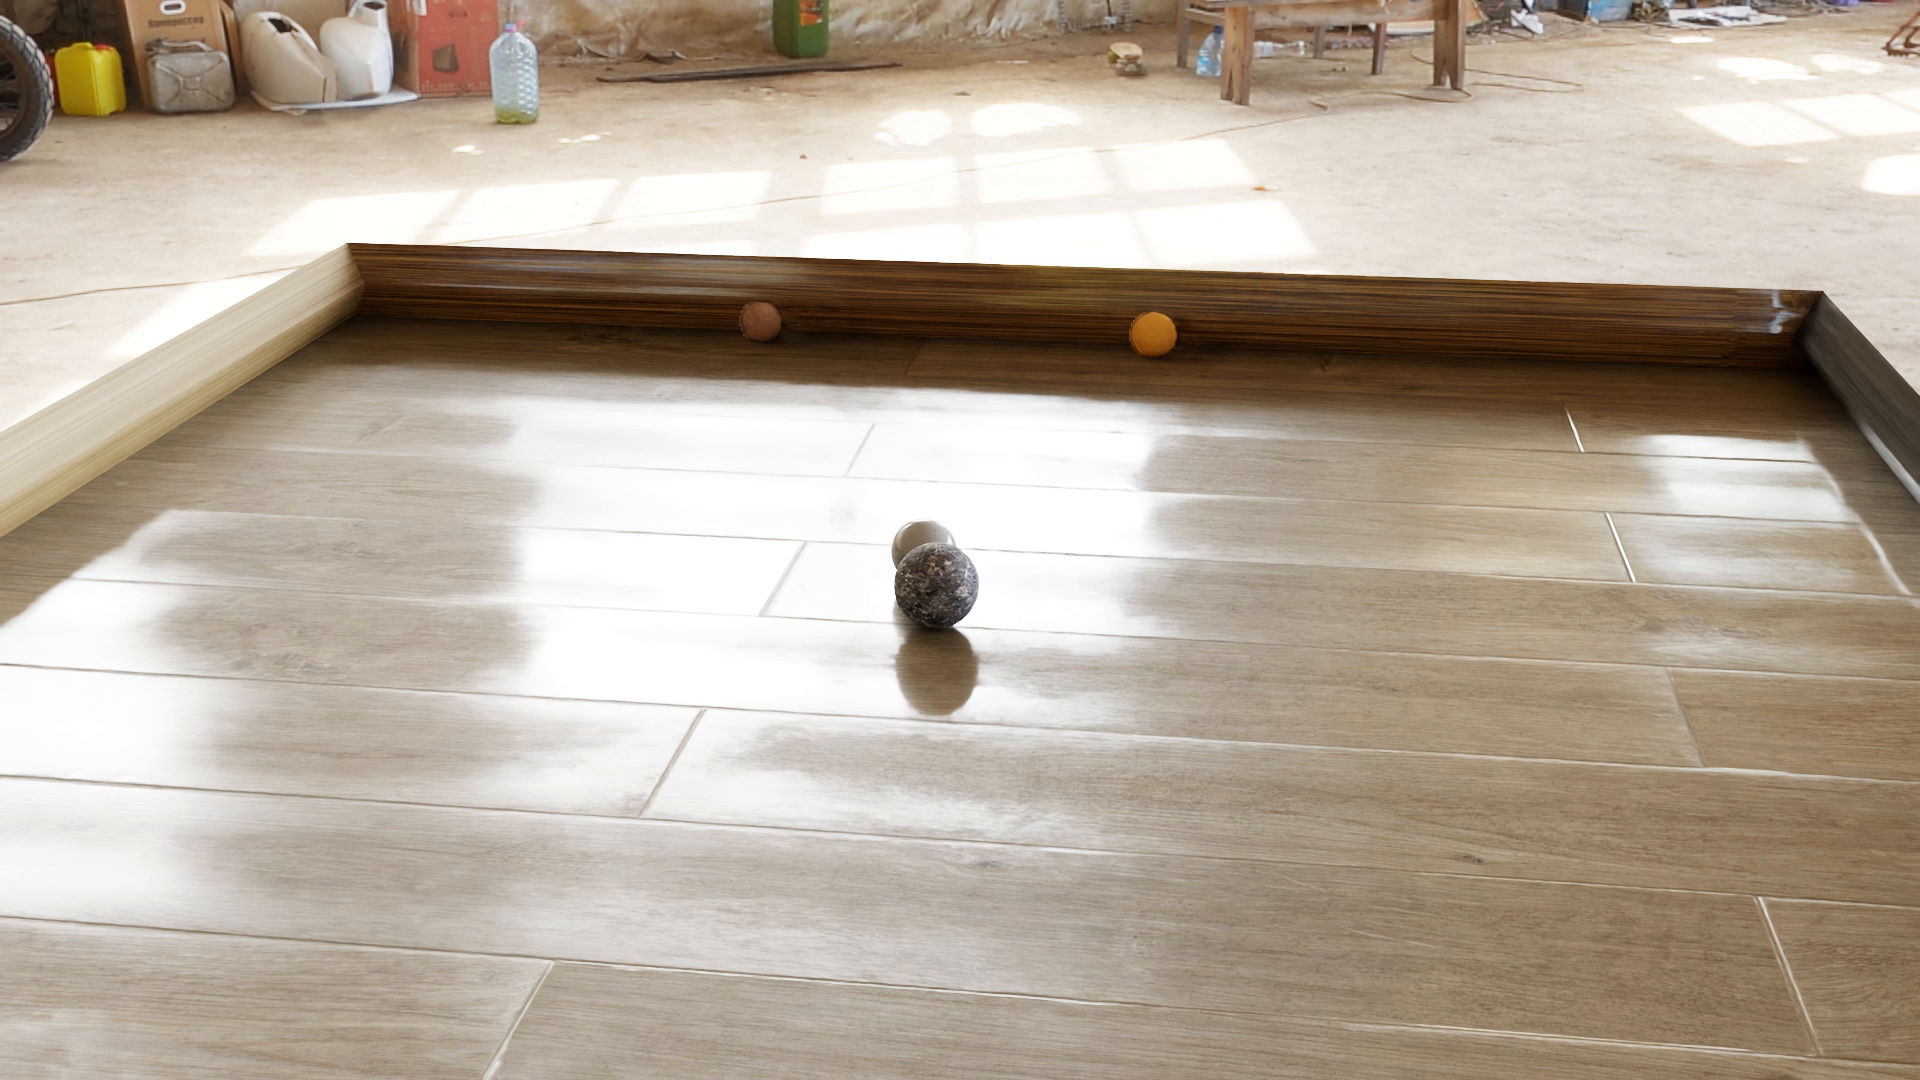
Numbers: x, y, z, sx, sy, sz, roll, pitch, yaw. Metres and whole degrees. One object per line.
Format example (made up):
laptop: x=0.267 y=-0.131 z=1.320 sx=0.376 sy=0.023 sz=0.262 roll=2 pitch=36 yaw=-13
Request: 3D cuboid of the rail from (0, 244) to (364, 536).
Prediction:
rail: x=-1.320 y=0.284 z=1.793 sx=0.045 sy=0.126 sz=4.234 roll=3 pitch=21 yaw=8

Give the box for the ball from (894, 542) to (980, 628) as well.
ball: x=-0.026 y=0.051 z=2.465 sx=0.097 sy=0.097 sz=0.097 roll=0 pitch=20 yaw=0

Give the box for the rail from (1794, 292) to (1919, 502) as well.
rail: x=1.020 y=0.400 z=1.480 sx=0.045 sy=0.126 sz=4.234 roll=3 pitch=21 yaw=8

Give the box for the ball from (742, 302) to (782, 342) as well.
ball: x=-0.325 y=-0.358 z=3.610 sx=0.066 sy=0.066 sz=0.066 roll=0 pitch=20 yaw=0

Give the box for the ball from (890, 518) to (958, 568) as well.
ball: x=-0.042 y=0.013 z=2.591 sx=0.079 sy=0.079 sz=0.079 roll=0 pitch=20 yaw=0

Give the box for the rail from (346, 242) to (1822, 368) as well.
rail: x=0.146 y=-0.380 z=3.579 sx=2.411 sy=0.126 sz=0.045 roll=3 pitch=21 yaw=8

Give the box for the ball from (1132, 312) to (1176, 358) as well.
ball: x=0.311 y=-0.328 z=3.520 sx=0.072 sy=0.072 sz=0.072 roll=0 pitch=20 yaw=0
